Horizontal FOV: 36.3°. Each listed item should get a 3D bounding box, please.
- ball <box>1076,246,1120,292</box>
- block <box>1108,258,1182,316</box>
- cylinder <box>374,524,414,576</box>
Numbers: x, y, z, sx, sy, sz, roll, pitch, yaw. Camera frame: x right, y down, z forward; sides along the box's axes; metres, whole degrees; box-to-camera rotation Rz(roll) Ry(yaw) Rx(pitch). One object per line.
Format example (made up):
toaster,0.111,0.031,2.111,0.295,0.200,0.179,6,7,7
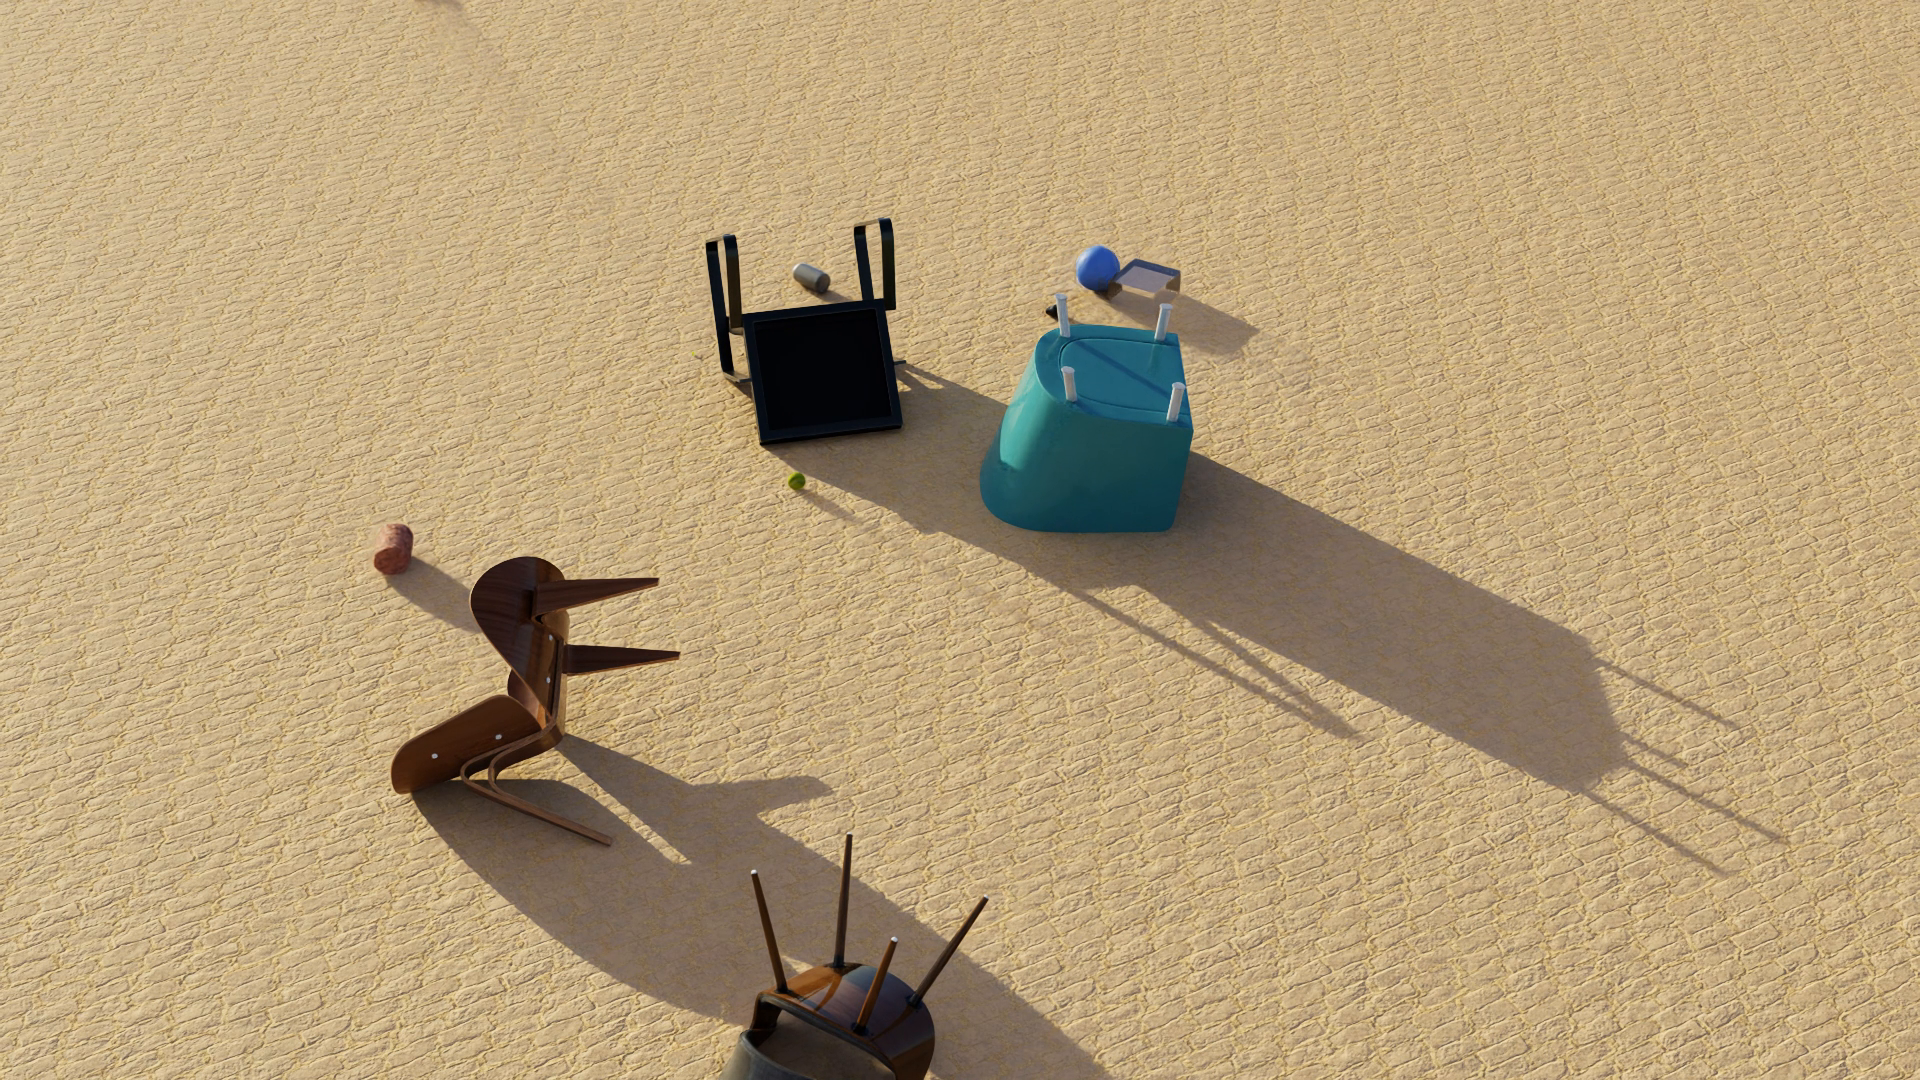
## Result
ball,0.590,-1.159,12.530,0.192,0.192,0.192,0,33,0
block,0.785,-1.079,12.487,0.224,0.105,0.236,19,38,26
cylinder,-2.084,0.034,10.784,0.131,0.120,0.164,-12,33,3
